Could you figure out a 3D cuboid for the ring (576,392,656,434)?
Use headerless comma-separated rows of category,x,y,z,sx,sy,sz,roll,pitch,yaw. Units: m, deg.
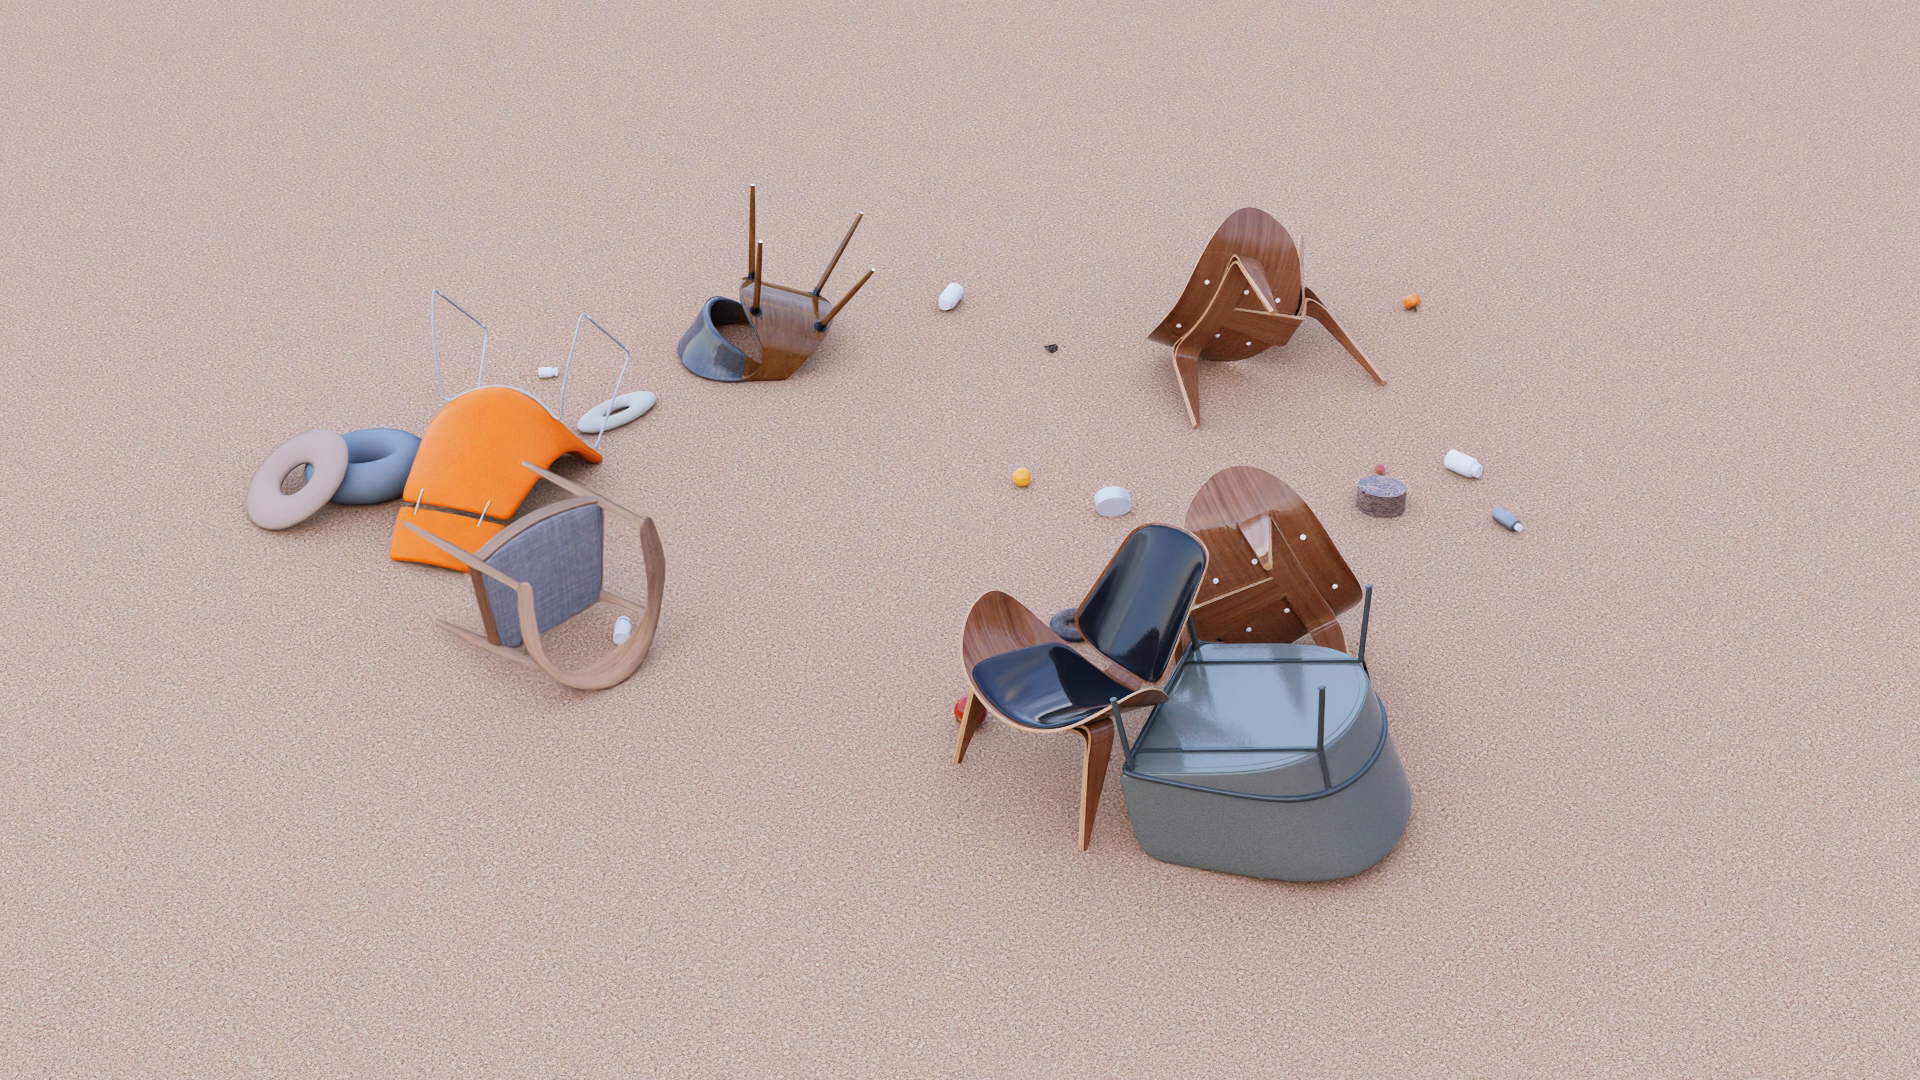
ring,-1.366,-0.510,11.675,0.168,0.048,0.387,28,43,37

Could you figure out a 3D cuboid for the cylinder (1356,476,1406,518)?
cylinder,1.596,-0.163,11.106,0.186,0.094,0.148,11,35,16

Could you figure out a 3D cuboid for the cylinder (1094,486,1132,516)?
cylinder,0.578,-0.145,11.087,0.133,0.086,0.078,-6,34,-2

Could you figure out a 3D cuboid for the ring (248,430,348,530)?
ring,-2.502,-0.230,11.074,0.436,0.066,0.466,9,60,34

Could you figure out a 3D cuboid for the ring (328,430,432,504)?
ring,-2.264,-0.282,11.222,0.484,0.165,0.405,-8,31,-6

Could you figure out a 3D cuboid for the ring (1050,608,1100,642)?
ring,0.409,0.303,10.445,0.180,0.043,0.182,-17,38,-22
